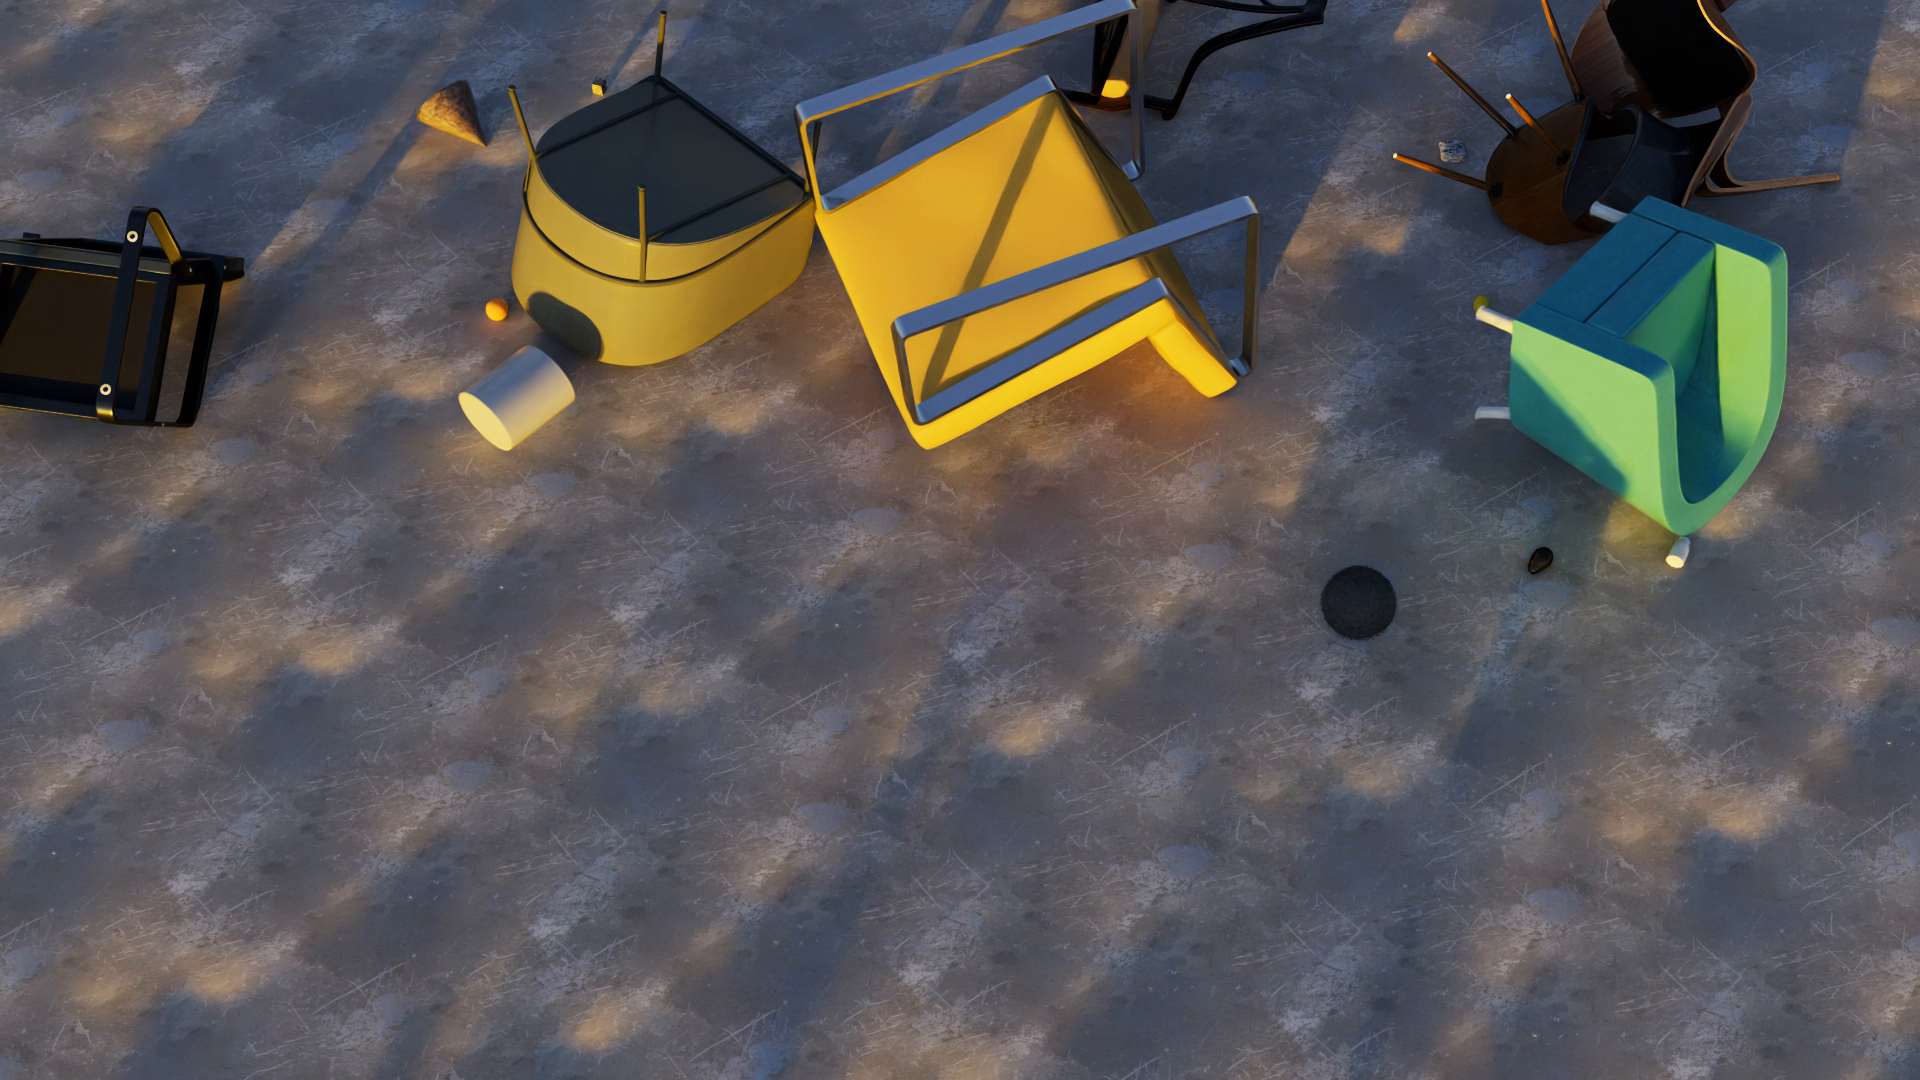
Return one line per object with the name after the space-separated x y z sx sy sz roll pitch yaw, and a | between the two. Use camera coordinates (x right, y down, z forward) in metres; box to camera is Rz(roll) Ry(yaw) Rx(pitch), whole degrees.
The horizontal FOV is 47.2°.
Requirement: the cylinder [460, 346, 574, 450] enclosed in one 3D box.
-1.357 -0.437 6.736 0.253 0.211 0.255 -42 42 -24 | cylinder

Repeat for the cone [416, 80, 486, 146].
-1.683 -1.415 7.474 0.223 0.172 0.242 47 50 2 | cone

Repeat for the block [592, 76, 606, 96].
-1.246 -1.568 7.599 0.035 0.044 0.037 16 58 11 | block

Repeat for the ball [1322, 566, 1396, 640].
1.147 0.181 6.324 0.213 0.213 0.213 0 56 0 | ball
